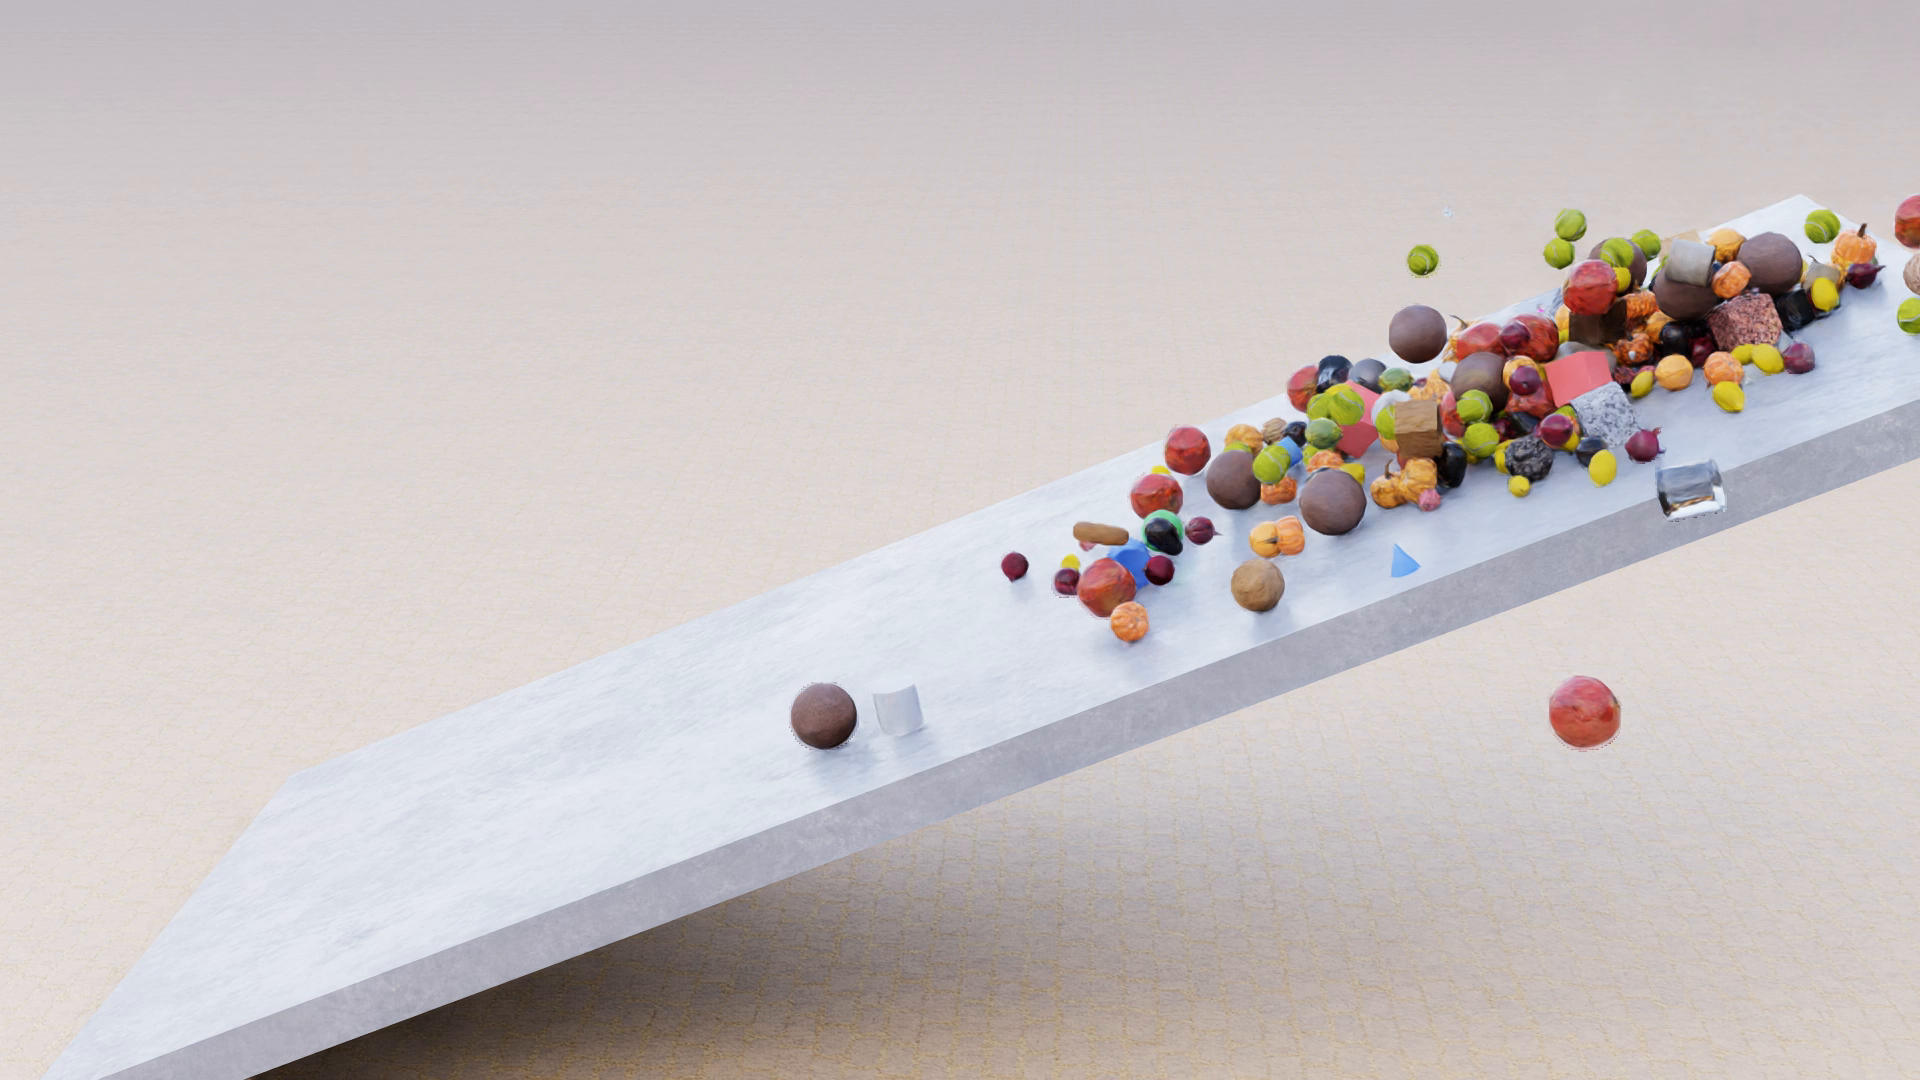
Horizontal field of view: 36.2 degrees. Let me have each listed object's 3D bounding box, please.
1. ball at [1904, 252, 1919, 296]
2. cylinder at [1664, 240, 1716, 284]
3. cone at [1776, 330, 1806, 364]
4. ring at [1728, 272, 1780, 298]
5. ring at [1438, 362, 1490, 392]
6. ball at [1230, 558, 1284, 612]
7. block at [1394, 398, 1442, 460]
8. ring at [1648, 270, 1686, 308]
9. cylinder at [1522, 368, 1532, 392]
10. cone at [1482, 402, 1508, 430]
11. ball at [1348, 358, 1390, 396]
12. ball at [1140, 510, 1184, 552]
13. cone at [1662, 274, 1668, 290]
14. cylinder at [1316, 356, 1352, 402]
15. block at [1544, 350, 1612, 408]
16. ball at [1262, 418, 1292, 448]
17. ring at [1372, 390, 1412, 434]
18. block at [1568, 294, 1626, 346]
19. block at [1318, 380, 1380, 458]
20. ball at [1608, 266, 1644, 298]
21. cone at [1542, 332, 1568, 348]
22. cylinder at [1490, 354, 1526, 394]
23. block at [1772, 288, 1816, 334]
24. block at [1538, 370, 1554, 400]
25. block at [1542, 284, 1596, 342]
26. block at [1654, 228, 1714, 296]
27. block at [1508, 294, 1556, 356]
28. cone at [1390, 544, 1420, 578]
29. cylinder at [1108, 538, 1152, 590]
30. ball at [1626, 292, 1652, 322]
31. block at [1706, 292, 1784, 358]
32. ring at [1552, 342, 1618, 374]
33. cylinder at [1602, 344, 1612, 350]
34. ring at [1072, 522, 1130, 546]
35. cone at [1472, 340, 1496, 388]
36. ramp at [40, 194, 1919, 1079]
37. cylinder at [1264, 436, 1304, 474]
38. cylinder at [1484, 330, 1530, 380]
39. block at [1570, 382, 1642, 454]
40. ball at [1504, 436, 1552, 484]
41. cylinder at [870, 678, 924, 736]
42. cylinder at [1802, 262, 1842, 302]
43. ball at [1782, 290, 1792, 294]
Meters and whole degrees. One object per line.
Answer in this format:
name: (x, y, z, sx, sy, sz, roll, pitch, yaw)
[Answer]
ball: (1.867, -0.513, 5.680, 0.087, 0.087, 0.087, 0, 14, 0)
cylinder: (1.424, -0.541, 5.737, 0.081, 0.081, 0.081, 0, 12, 27)
cone: (1.590, -0.379, 5.661, 0.059, 0.059, 0.059, -22, 12, 5)
ring: (1.654, -0.526, 6.133, 0.106, 0.035, 0.106, 1, -20, 1)
ring: (1.078, -0.348, 6.283, 0.116, 0.039, 0.116, 15, 15, -4)
ball: (0.549, 0.083, 5.432, 0.100, 0.100, 0.100, 0, 14, 0)
block: (0.886, -0.215, 5.680, 0.080, 0.080, 0.080, -6, 51, 15)
ring: (1.487, -0.530, 6.186, 0.029, 0.087, 0.087, 25, -6, -41)
cylinder: (1.174, -0.332, 6.215, 0.053, 0.053, 0.053, -25, 8, 15)
cone: (1.093, -0.260, 6.056, 0.054, 0.054, 0.054, -22, 12, 5)
ball: (0.905, -0.355, 6.505, 0.094, 0.094, 0.094, 0, 14, 0)
ball: (0.421, -0.018, 6.131, 0.089, 0.089, 0.089, 0, 14, 0)
cone: (1.584, -0.603, 6.577, 0.063, 0.063, 0.063, -16, 63, -48)
cylinder: (0.848, -0.363, 6.662, 0.078, 0.078, 0.078, 2, 49, 10)
block: (1.217, -0.314, 5.772, 0.088, 0.088, 0.088, -23, -14, 39)
ball: (0.712, -0.240, 6.618, 0.069, 0.069, 0.069, 0, 14, 0)
ring: (0.894, -0.263, 6.064, 0.097, 0.097, 0.032, 11, -12, 38)
block: (1.287, -0.444, 5.937, 0.081, 0.081, 0.081, -15, 19, -33)
block: (0.832, -0.256, 6.220, 0.100, 0.100, 0.100, 26, 47, -8)
ball: (1.433, -0.553, 6.329, 0.072, 0.072, 0.072, 0, 14, 0)
cone: (1.315, -0.477, 6.419, 0.094, 0.094, 0.094, 0, -9, 0)
cylinder: (1.129, -0.343, 6.059, 0.059, 0.059, 0.059, -1, 33, -5)
block: (1.642, -0.451, 5.840, 0.067, 0.067, 0.067, -29, 7, -30)
block: (1.231, -0.329, 6.000, 0.063, 0.063, 0.063, -39, 14, 53)
block: (1.314, -0.478, 6.260, 0.096, 0.096, 0.096, 24, -6, -7)
block: (1.596, -0.608, 6.479, 0.095, 0.095, 0.095, -18, 39, 16)
block: (1.290, -0.475, 6.526, 0.099, 0.099, 0.099, -16, 13, 27)
cone: (0.795, 0.031, 5.318, 0.057, 0.057, 0.057, -22, 12, 5)
cylinder: (0.345, 0.049, 5.973, 0.087, 0.087, 0.087, 0, 15, -1)
ball: (1.436, -0.494, 6.249, 0.065, 0.065, 0.065, 0, 14, 0)
block: (1.555, -0.426, 5.820, 0.096, 0.096, 0.096, -27, 10, -10)
ring: (1.256, -0.362, 5.911, 0.130, 0.043, 0.130, 3, 27, -1)
cylinder: (1.326, -0.399, 6.168, 0.060, 0.060, 0.060, 36, 13, -6)
ring: (0.280, -0.012, 5.852, 0.116, 0.039, 0.116, 8, 2, 0)
cone: (1.098, -0.380, 6.188, 0.093, 0.093, 0.093, -27, -3, -1)
ramp: (0.124, 0.173, 6.290, 4.000, 0.100, 2.000, -21, 12, 7)
cylinder: (0.704, -0.184, 6.385, 0.060, 0.060, 0.060, -35, 19, -3)
cylinder: (1.163, -0.392, 6.272, 0.087, 0.087, 0.087, -1, -14, -5)
block: (1.225, -0.233, 5.581, 0.093, 0.093, 0.093, -24, 13, 8)
ball: (1.071, -0.152, 5.539, 0.089, 0.089, 0.089, 0, 14, 0)
cylinder: (-0.118, 0.318, 5.608, 0.087, 0.087, 0.087, -12, 14, 3)
cylinder: (1.739, -0.522, 5.940, 0.063, 0.063, 0.063, 20, 4, -1)
ball: (1.674, -0.475, 5.927, 0.059, 0.059, 0.059, 0, 14, 0)
